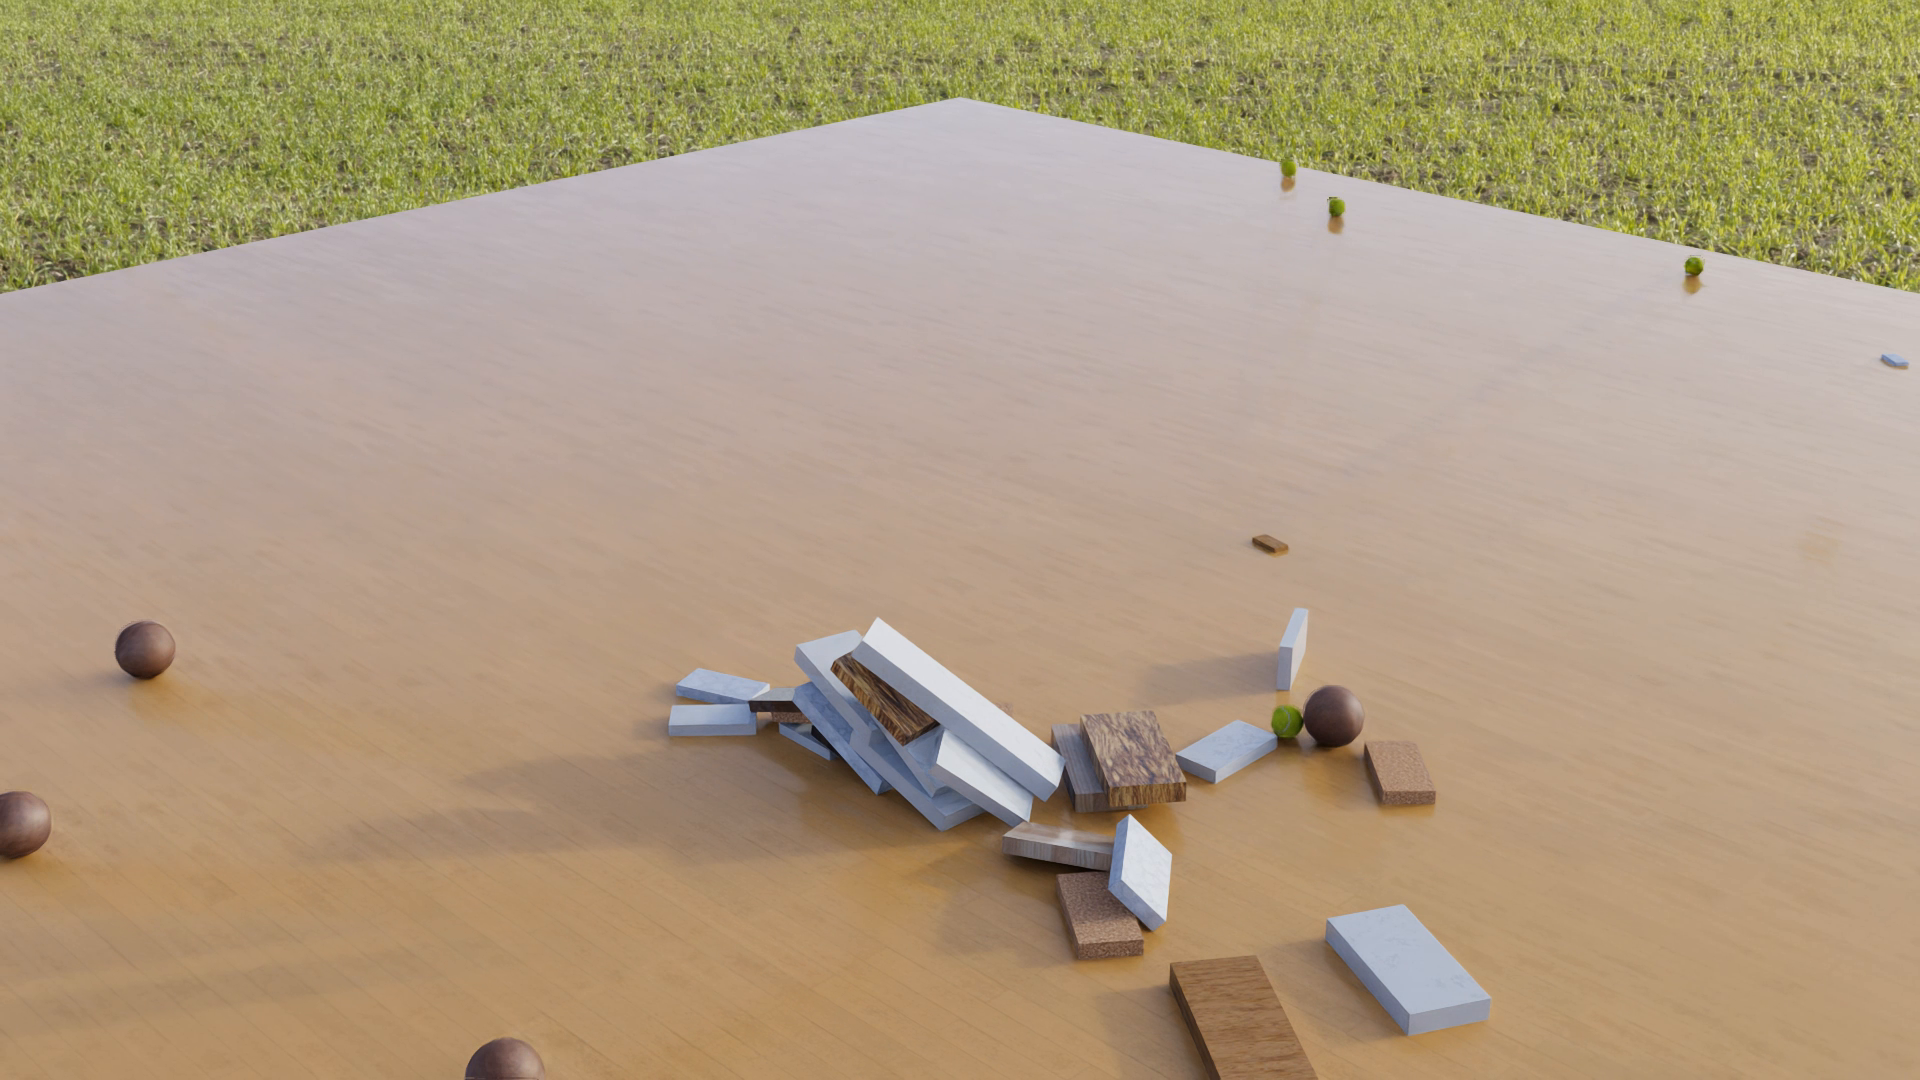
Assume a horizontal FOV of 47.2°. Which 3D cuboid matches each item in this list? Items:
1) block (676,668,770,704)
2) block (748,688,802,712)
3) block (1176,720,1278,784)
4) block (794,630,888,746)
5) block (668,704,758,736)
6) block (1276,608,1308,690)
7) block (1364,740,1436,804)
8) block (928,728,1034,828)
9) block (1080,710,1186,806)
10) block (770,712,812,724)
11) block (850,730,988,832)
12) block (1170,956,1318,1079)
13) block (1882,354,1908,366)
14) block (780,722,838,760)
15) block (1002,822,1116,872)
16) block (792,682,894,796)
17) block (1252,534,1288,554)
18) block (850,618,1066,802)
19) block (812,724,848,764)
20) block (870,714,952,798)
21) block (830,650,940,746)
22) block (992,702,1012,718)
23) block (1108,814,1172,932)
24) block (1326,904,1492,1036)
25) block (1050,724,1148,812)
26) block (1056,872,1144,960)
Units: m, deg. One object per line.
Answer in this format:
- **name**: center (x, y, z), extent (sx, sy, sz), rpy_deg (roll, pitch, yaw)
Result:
- **block**: center (-0.532, 0.336, 4.936), extent (0.187, 0.027, 0.094), rpy_deg (10, 25, 23)
- **block**: center (-0.360, 0.347, 4.778), extent (0.187, 0.027, 0.094), rpy_deg (-3, 13, 39)
- **block**: center (0.566, 0.448, 4.666), extent (0.108, 0.030, 0.215), rpy_deg (20, 30, 39)
- **block**: center (-0.206, 0.307, 4.615), extent (0.149, 0.042, 0.298), rpy_deg (-14, 42, -34)
- **block**: center (-0.538, 0.393, 4.801), extent (0.187, 0.027, 0.094), rpy_deg (-1, 23, -2)
- **block**: center (0.762, 0.249, 5.037), extent (0.030, 0.108, 0.215), rpy_deg (7, 24, 16)
- **block**: center (0.915, 0.483, 4.582), extent (0.108, 0.030, 0.215), rpy_deg (0, 23, 0)
- **block**: center (0.044, 0.480, 4.404), extent (0.226, 0.032, 0.113), rpy_deg (34, 32, -12)
- **block**: center (0.354, 0.448, 4.539), extent (0.157, 0.044, 0.313), rpy_deg (-3, 23, -7)
- **block**: center (-0.321, 0.370, 4.754), extent (0.086, 0.024, 0.171), rpy_deg (-21, 13, -42)
- **block**: center (-0.074, 0.467, 4.503), extent (0.149, 0.042, 0.298), rpy_deg (-20, 46, -38)
- **block**: center (0.479, 0.836, 3.733), extent (0.157, 0.044, 0.381), rpy_deg (-4, 23, -8)
- **block**: center (3.027, -0.583, 7.119), extent (0.045, 0.013, 0.090), rpy_deg (-3, 23, -7)
- **block**: center (-0.303, 0.421, 4.738), extent (0.085, 0.024, 0.171), rpy_deg (-20, 30, -39)
- **block**: center (0.214, 0.595, 4.267), extent (0.239, 0.034, 0.119), rpy_deg (7, 9, 21)
- **block**: center (-0.203, 0.398, 4.627), extent (0.149, 0.042, 0.298), rpy_deg (-20, 52, -38)
- **block**: center (0.808, 0.009, 5.723), extent (0.045, 0.013, 0.090), rpy_deg (-14, 27, -30)
- **block**: center (0.000, 0.344, 4.487), extent (0.491, 0.043, 0.151), rpy_deg (37, 18, -2)
- **block**: center (-0.228, 0.431, 4.660), extent (0.085, 0.024, 0.171), rpy_deg (-20, 40, -39)
- **block**: center (-0.072, 0.413, 4.470), extent (0.113, 0.032, 0.226), rpy_deg (-18, 58, -36)
- **block**: center (-0.147, 0.310, 4.488), extent (0.113, 0.032, 0.226), rpy_deg (-27, 64, -40)
- **block**: center (-0.038, 0.405, 4.752), extent (0.302, 0.043, 0.151), rpy_deg (0, 23, 1)
- **block**: center (0.341, 0.625, 4.149), extent (0.119, 0.034, 0.239), rpy_deg (44, 22, -11)
- **block**: center (0.793, 0.761, 3.912), extent (0.157, 0.044, 0.313), rpy_deg (-7, 24, -16)
- **block**: center (0.289, 0.471, 4.596), extent (0.151, 0.043, 0.302), rpy_deg (-3, 23, -7)
- **block**: center (0.258, 0.694, 4.082), extent (0.119, 0.034, 0.238), rpy_deg (-3, 23, -7)
